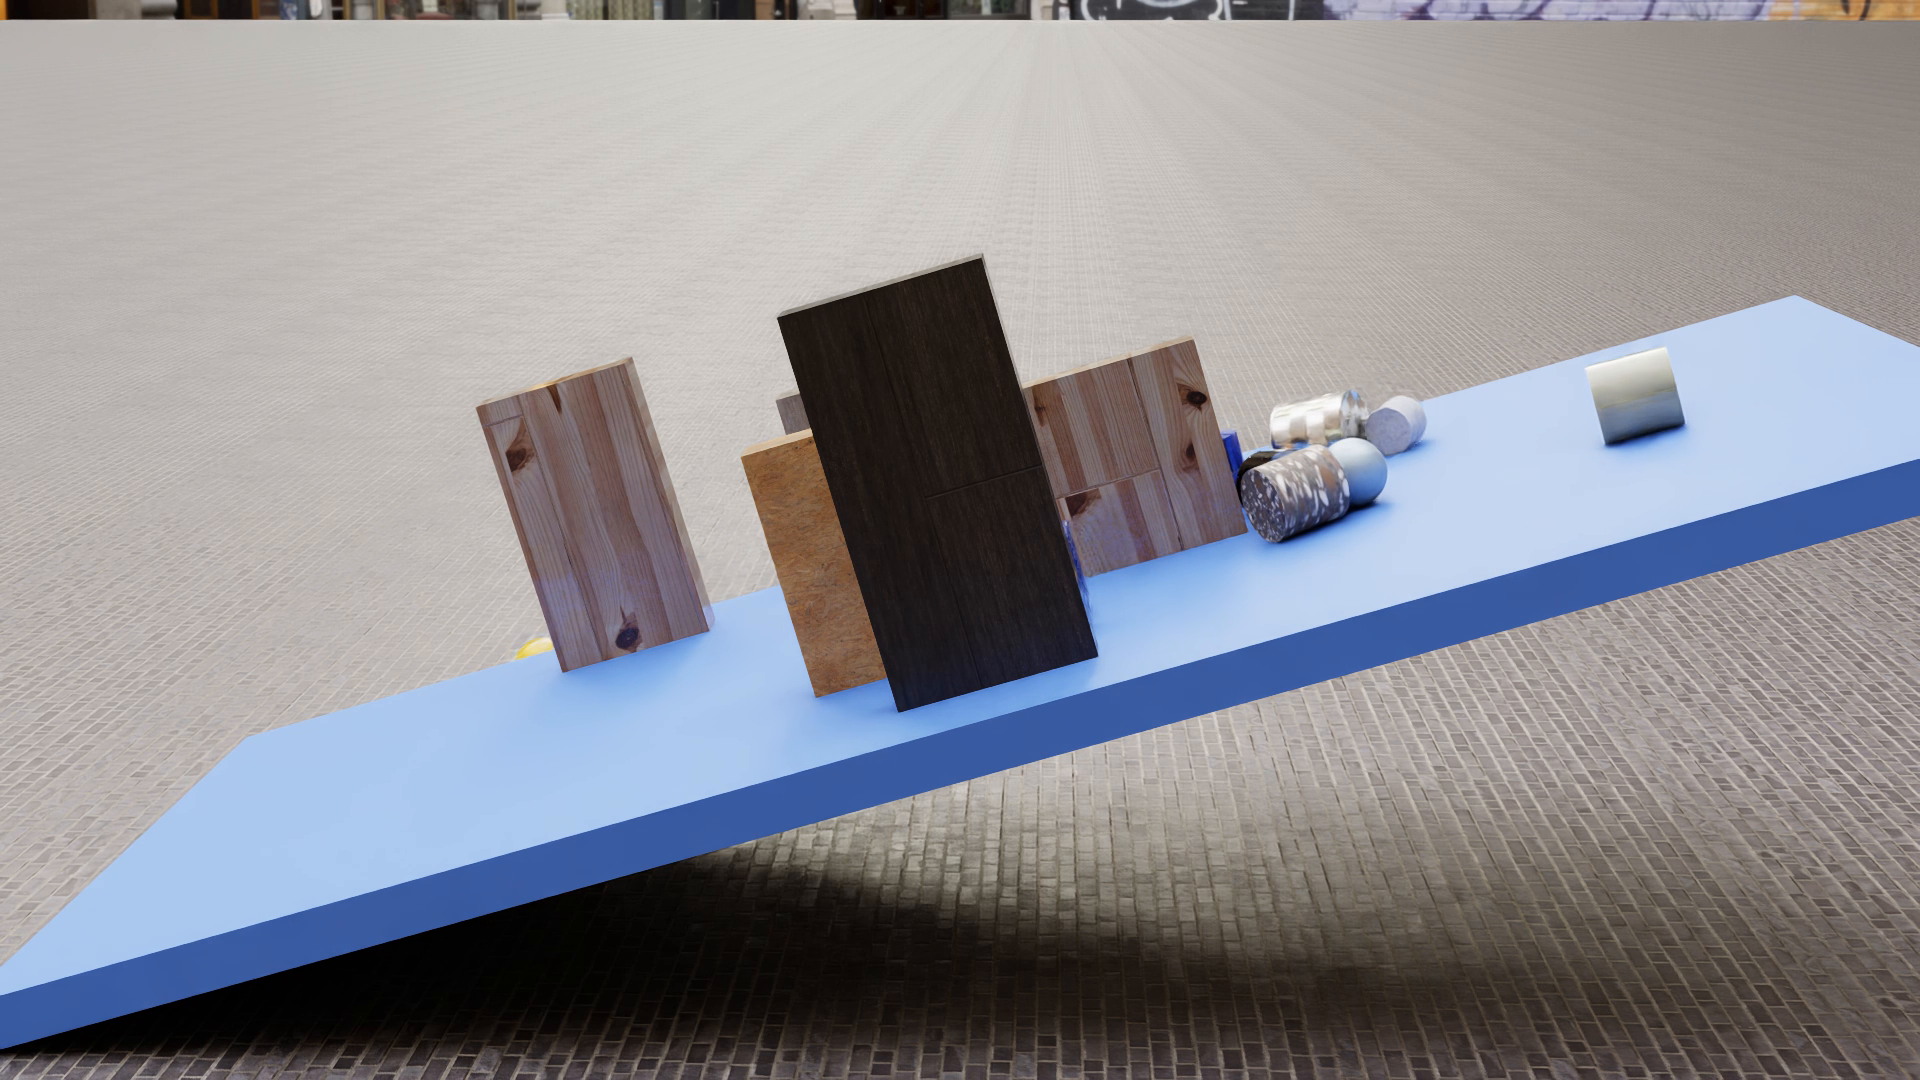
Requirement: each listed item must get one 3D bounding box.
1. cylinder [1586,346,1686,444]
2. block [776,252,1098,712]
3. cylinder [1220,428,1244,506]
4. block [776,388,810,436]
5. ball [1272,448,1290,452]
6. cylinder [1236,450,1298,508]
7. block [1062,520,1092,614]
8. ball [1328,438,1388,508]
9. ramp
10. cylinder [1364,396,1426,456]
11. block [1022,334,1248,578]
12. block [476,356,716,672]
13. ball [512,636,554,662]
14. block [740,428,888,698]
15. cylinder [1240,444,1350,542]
[{"bbox_3d":[1.391,-0.300,6.064,0.166,0.166,0.166,-15,8,13],"label":"cylinder"},{"bbox_3d":[-0.037,-0.106,5.556,0.396,0.785,0.107,-16,10,5],"label":"block"},{"bbox_3d":[0.563,-0.147,6.608,0.163,0.163,0.163,-16,10,3],"label":"cylinder"},{"bbox_3d":[-0.202,-0.127,6.754,0.299,0.510,0.107,-16,10,5],"label":"block"},{"bbox_3d":[0.712,-0.143,6.475,0.117,0.117,0.117,0,11,0],"label":"ball"},{"bbox_3d":[0.692,-0.118,6.284,0.147,0.147,0.147,-6,2,-28],"label":"cylinder"},{"bbox_3d":[0.155,0.084,5.966,0.178,0.178,0.178,-16,10,7],"label":"block"},{"bbox_3d":[0.826,-0.141,6.187,0.146,0.146,0.146,0,11,0],"label":"ball"},{"bbox_3d":[0.091,0.187,6.320,4.000,0.100,2.000,-16,10,5],"label":"ramp"},{"bbox_3d":[0.989,-0.259,6.676,0.111,0.111,0.111,5,19,26],"label":"cylinder"},{"bbox_3d":[0.374,-0.176,6.298,0.380,0.432,0.087,-16,10,5],"label":"block"},{"bbox_3d":[-0.867,-0.060,7.026,0.370,0.668,0.126,-16,10,5],"label":"block"},{"bbox_3d":[-1.143,0.366,8.144,0.199,0.199,0.199,0,11,0],"label":"ball"},{"bbox_3d":[-0.232,0.028,5.940,0.270,0.513,0.131,-16,10,5],"label":"block"},{"bbox_3d":[0.696,-0.097,6.114,0.162,0.162,0.162,-21,18,-22],"label":"cylinder"}]
